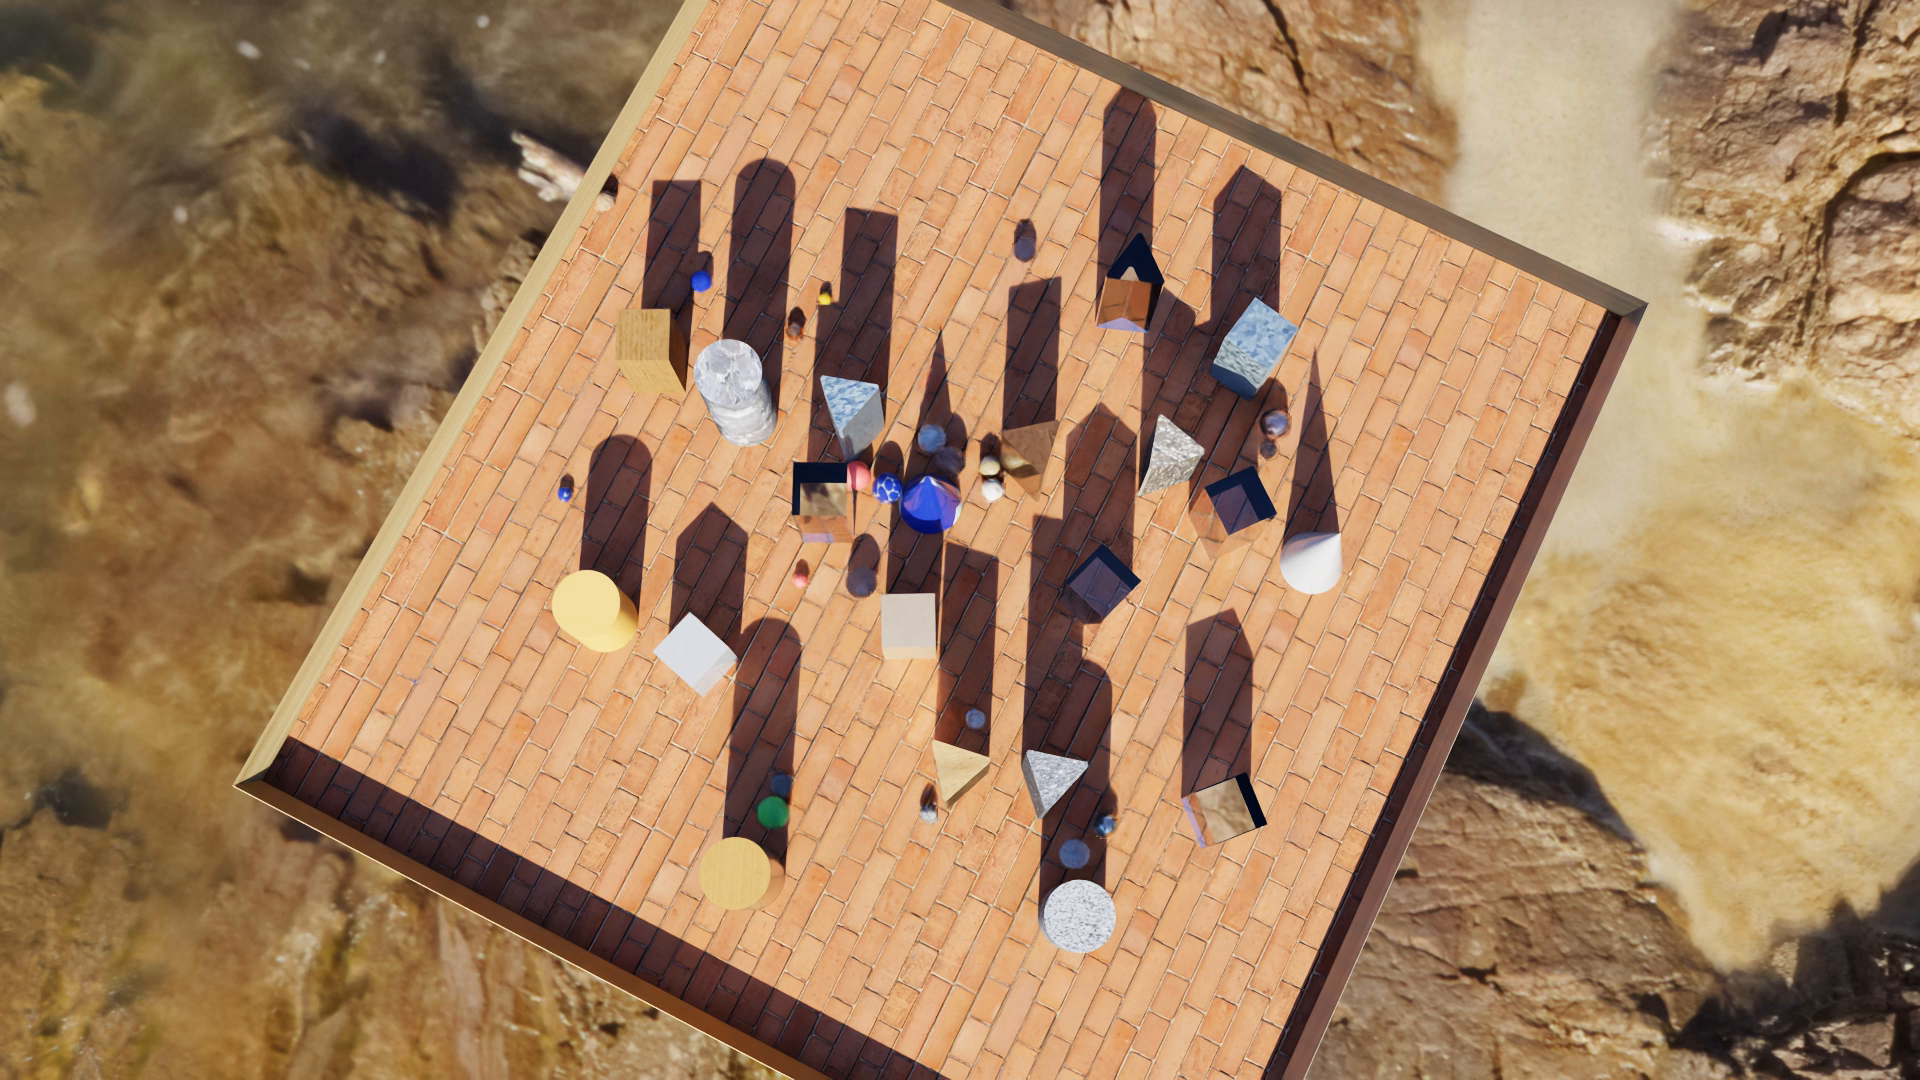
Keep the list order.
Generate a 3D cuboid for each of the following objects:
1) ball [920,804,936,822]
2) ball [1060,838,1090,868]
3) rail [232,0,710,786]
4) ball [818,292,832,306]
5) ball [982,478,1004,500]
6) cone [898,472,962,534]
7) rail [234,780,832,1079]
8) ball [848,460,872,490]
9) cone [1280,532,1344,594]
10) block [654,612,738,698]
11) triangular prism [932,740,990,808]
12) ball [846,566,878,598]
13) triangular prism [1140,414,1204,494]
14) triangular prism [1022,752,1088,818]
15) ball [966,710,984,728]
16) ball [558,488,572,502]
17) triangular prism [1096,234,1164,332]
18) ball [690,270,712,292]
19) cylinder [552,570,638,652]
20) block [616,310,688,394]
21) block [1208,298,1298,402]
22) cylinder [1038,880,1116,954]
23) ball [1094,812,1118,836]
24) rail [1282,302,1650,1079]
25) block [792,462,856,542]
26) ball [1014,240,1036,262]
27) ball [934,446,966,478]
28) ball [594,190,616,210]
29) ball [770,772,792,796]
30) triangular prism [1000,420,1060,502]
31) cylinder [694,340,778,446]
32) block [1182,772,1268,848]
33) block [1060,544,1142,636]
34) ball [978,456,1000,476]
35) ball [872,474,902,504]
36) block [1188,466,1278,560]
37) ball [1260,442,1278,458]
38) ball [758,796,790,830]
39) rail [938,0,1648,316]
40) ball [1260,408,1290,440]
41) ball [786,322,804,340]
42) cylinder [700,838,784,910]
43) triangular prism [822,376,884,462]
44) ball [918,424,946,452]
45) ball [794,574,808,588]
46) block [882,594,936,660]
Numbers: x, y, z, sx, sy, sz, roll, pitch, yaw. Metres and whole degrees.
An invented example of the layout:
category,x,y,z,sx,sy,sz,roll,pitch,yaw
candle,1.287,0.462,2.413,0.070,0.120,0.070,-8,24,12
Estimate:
category,x,y,z,sx,sy,sz,roll,pitch,yaw
ball,-0.094,0.808,5.423,0.051,0.051,0.051,0,78,0
ball,0.338,0.921,5.381,0.088,0.088,0.088,0,78,0
rail,-1.381,-0.669,5.689,0.045,0.127,3.217,26,80,5
ball,-0.424,-0.756,5.753,0.040,0.040,0.040,0,78,0
ball,0.100,-0.155,5.614,0.068,0.068,0.068,0,78,0
cone,-0.091,-0.150,5.464,0.196,0.360,0.196,0,78,0
rail,-0.709,1.395,5.262,3.135,0.127,0.045,26,80,5
ball,-0.318,-0.198,5.611,0.091,0.091,0.091,0,78,0
cone,1.075,0.024,5.388,0.196,0.437,0.196,0,78,0
block,-0.779,0.342,5.423,0.156,0.241,0.156,41,81,8
triangular prism,-0.028,0.651,5.276,0.169,0.403,0.147,-41,81,-8
ball,-0.298,0.129,5.541,0.096,0.096,0.096,0,78,0
triangular prism,0.609,-0.266,5.502,0.169,0.331,0.147,-18,79,-4
triangular prism,0.238,0.673,5.233,0.147,0.477,0.169,42,81,8
ball,0.044,0.535,5.476,0.058,0.058,0.058,0,78,0
ball,-1.213,-0.137,5.622,0.044,0.044,0.044,0,78,0
triangular prism,0.517,-0.780,5.547,0.169,0.452,0.147,6,78,1
ball,-0.814,-0.811,5.750,0.068,0.068,0.068,0,78,0
cylinder,-1.075,0.214,5.417,0.196,0.304,0.196,0,78,0
block,-0.933,-0.570,5.559,0.156,0.343,0.156,0,78,0
block,0.886,-0.571,5.552,0.156,0.357,0.156,36,81,7
cylinder,0.326,1.065,5.184,0.196,0.416,0.196,0,78,0
ball,0.432,0.840,5.407,0.069,0.069,0.069,0,78,0
rail,1.381,0.683,5.409,0.045,0.127,3.217,26,80,5
block,-0.402,-0.108,5.442,0.156,0.385,0.156,1,78,0
ball,0.203,-0.910,5.768,0.073,0.073,0.073,0,78,0
ball,-0.030,-0.241,5.616,0.098,0.098,0.098,0,78,0
ball,-1.124,-1.075,5.807,0.063,0.063,0.063,0,78,0
ball,-0.531,0.724,5.432,0.068,0.068,0.068,0,78,0
triangular prism,0.235,-0.263,5.490,0.147,0.354,0.169,-42,81,-8
cylinder,-0.663,-0.432,5.465,0.196,0.473,0.196,0,78,0
block,0.759,0.783,5.288,0.156,0.326,0.156,-20,79,-4
block,0.411,0.151,5.421,0.156,0.322,0.156,44,82,8
ball,0.091,-0.227,5.629,0.067,0.067,0.067,0,78,0
ball,-0.222,-0.157,5.600,0.095,0.095,0.095,0,78,0
block,0.805,-0.076,5.439,0.156,0.379,0.156,-24,79,-5
ball,0.951,-0.277,5.646,0.055,0.055,0.055,0,78,0
ball,-0.550,0.804,5.401,0.096,0.096,0.096,0,78,0
rail,0.709,-1.381,5.837,3.135,0.127,0.045,26,80,5
ball,0.970,-0.357,5.643,0.093,0.093,0.093,0,78,0
ball,-0.516,-0.651,5.724,0.054,0.054,0.054,0,78,0
cylinder,-0.614,0.952,5.203,0.196,0.424,0.196,0,78,0
triangular prism,-0.344,-0.381,5.476,0.147,0.430,0.169,40,81,8
ball,-0.087,-0.312,5.633,0.089,0.089,0.089,0,78,0
ball,-0.485,0.124,5.569,0.044,0.044,0.044,0,78,0
block,-0.150,0.258,5.438,0.156,0.245,0.156,-1,78,0
